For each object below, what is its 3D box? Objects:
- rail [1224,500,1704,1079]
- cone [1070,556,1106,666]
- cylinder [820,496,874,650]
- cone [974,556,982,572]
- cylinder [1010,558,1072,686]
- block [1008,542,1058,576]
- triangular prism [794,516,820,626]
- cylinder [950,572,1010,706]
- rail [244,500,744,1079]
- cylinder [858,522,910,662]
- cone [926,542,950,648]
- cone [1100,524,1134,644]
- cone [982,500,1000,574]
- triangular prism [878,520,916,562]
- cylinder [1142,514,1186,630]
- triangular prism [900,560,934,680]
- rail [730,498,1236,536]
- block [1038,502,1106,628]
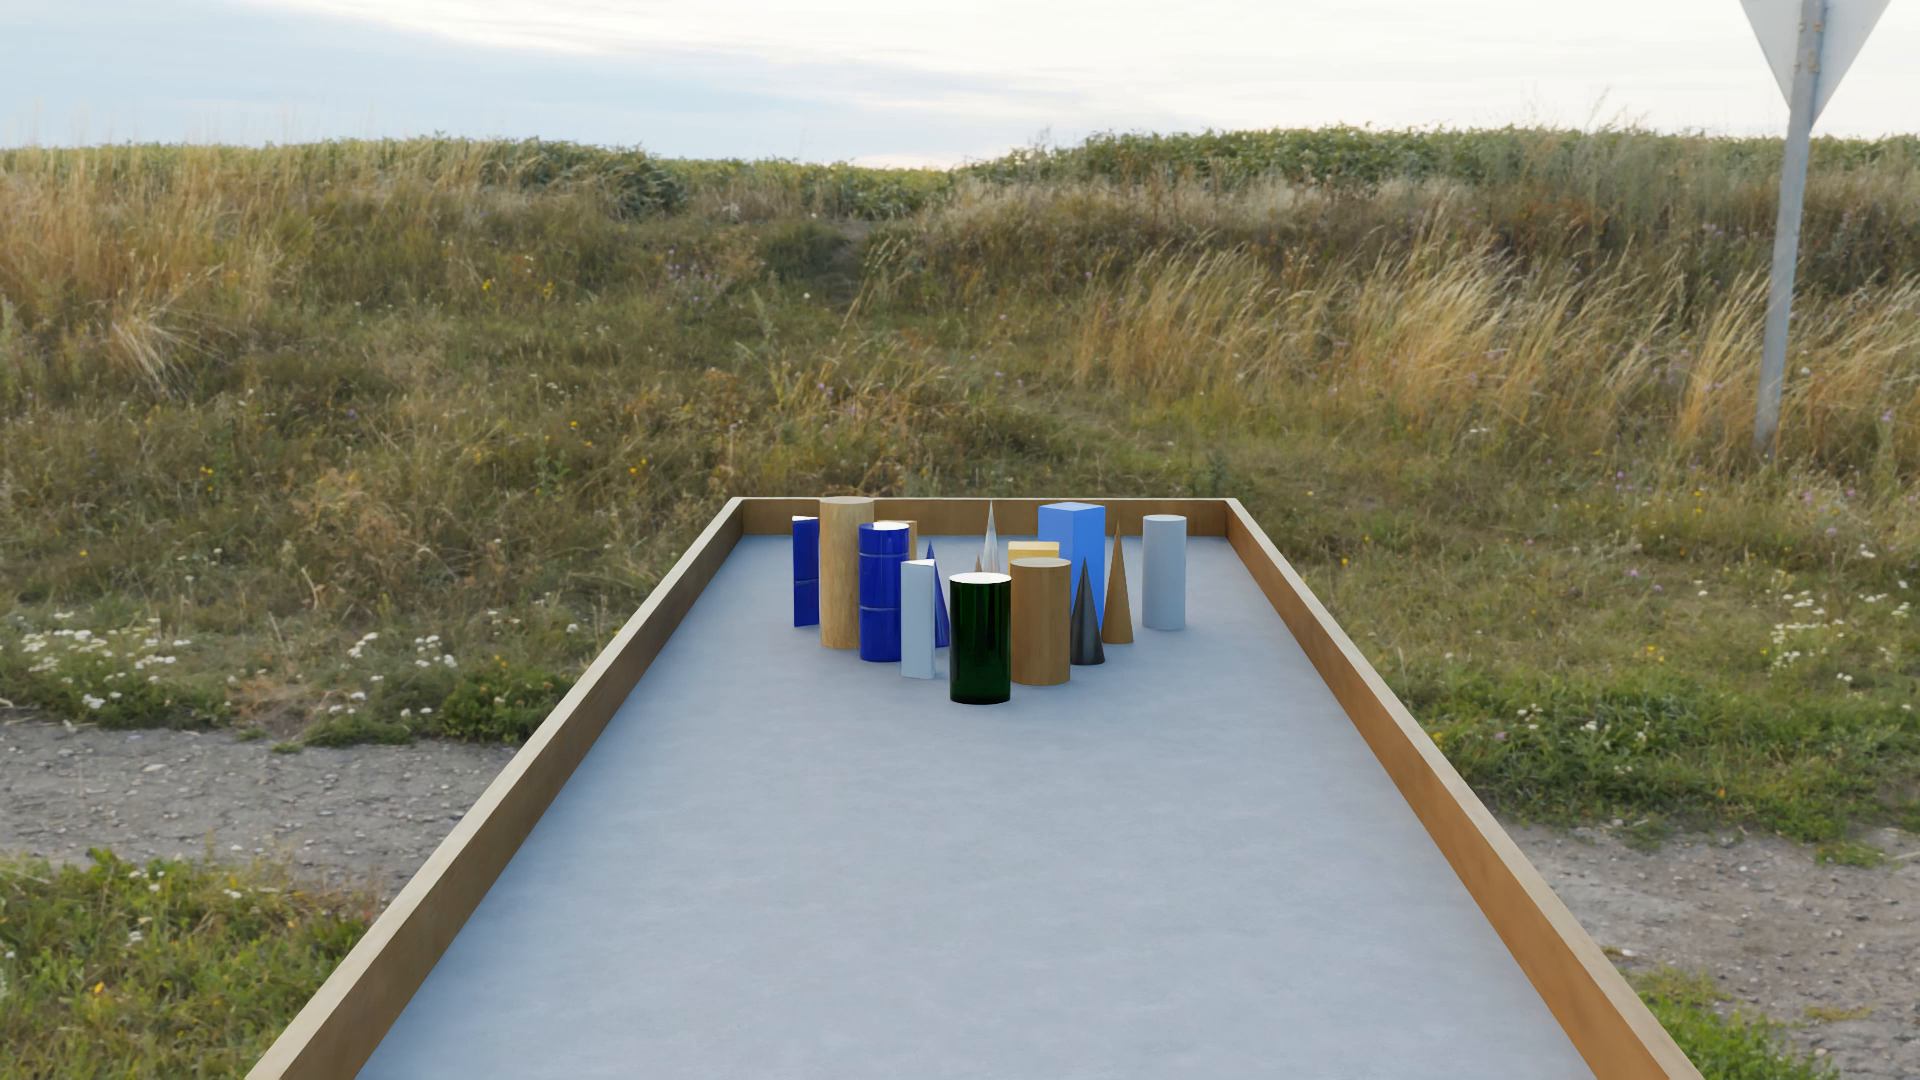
[{"bbox_3d":[1.046,0.843,3.208,0.050,0.150,12.000,0,9,1],"label":"rail"},{"bbox_3d":[0.377,0.207,6.663,0.130,0.326,0.130,0,9,0],"label":"cone"},{"bbox_3d":[-0.354,0.101,6.911,0.171,0.458,0.171,0,9,0],"label":"cylinder"},{"bbox_3d":[0.056,0.199,6.712,0.137,0.327,0.137,0,9,0],"label":"cone"},{"bbox_3d":[0.234,0.236,6.413,0.177,0.347,0.177,0,9,0],"label":"cylinder"},{"bbox_3d":[0.232,0.170,6.952,0.158,0.308,0.158,0,9,3],"label":"block"},{"bbox_3d":[-0.525,0.101,7.242,0.094,0.353,0.081,-6,11,-33],"label":"triangular prism"},{"bbox_3d":[0.057,0.276,6.172,0.172,0.344,0.172,0,9,0],"label":"cylinder"},{"bbox_3d":[-1.004,0.839,3.234,0.050,0.150,12.000,0,9,1],"label":"rail"},{"bbox_3d":[-0.232,0.159,6.708,0.154,0.407,0.154,0,9,0],"label":"cylinder"},{"bbox_3d":[-0.093,0.161,6.929,0.150,0.333,0.150,0,9,0],"label":"cone"},{"bbox_3d":[0.498,0.124,6.957,0.107,0.397,0.107,0,9,0],"label":"cone"},{"bbox_3d":[0.102,0.073,7.202,0.109,0.422,0.109,0,9,0],"label":"cone"},{"bbox_3d":[-0.226,0.108,7.239,0.112,0.340,0.129,6,11,35],"label":"triangular prism"},{"bbox_3d":[0.669,0.104,7.213,0.142,0.357,0.142,0,9,0],"label":"cylinder"},{"bbox_3d":[-0.102,0.230,6.471,0.109,0.340,0.094,6,11,32],"label":"triangular prism"},{"bbox_3d":[0.099,-0.098,9.147,2.100,0.150,0.050,0,9,1],"label":"rail"},{"bbox_3d":[0.363,0.088,7.178,0.154,0.400,0.154,-9,13,-44],"label":"block"}]
